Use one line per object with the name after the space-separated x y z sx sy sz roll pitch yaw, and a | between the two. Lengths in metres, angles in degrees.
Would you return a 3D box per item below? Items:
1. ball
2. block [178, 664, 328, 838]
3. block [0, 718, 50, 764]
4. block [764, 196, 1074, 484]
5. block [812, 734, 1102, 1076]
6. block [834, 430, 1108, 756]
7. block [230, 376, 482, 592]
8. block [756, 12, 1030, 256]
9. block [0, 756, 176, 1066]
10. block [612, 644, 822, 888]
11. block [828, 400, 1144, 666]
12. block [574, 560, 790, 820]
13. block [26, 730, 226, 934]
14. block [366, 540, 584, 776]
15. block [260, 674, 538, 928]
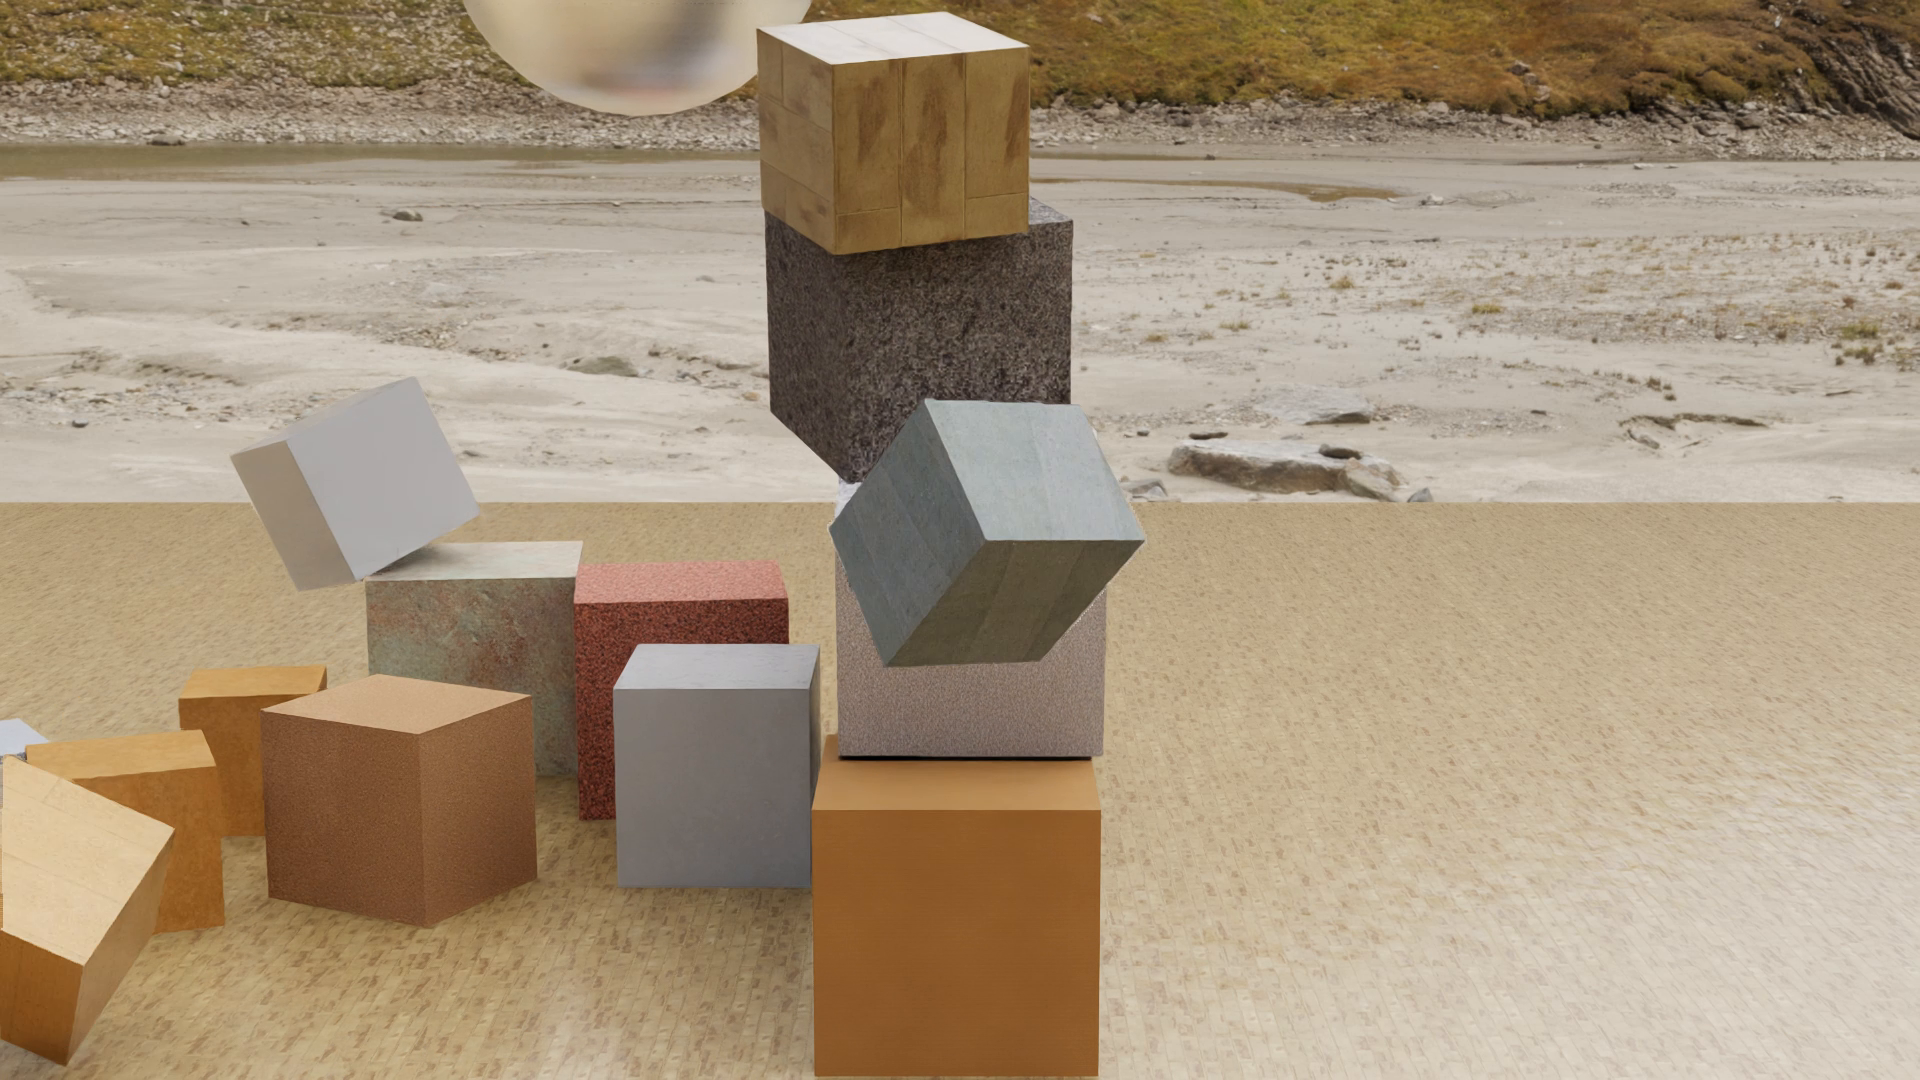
-1.351 -2.580 10.711 1.600 1.600 1.600 0 10 0 | ball
-3.339 0.998 12.197 0.619 0.672 0.588 -2 10 -9 | block
-4.334 1.199 11.166 0.665 0.646 0.615 -7 12 -34 | block
-0.170 -0.850 9.905 0.906 0.914 0.887 -9 24 -21 | block
-0.012 1.328 9.526 1.007 0.979 1.039 0 10 0 | block
0.041 0.185 9.826 0.985 0.944 0.974 0 22 0 | block
-3.124 -0.285 13.264 0.781 0.789 0.761 -32 14 -34 | block
-0.249 -1.504 9.400 0.764 0.678 0.729 -10 24 -23 | block
-3.293 1.323 9.154 0.647 0.655 0.657 24 42 -2 | block
-1.073 1.001 11.567 0.846 0.892 0.882 0 10 0 | block
0.077 -0.019 8.409 0.636 0.687 0.559 0 53 -36 | block
-1.373 0.718 12.666 1.008 1.056 0.983 -1 10 -7 | block
-3.522 1.241 10.812 0.724 0.689 0.645 -4 11 -21 | block
-2.492 0.607 13.373 1.038 1.022 1.015 -1 10 -6 | block
-2.427 1.110 11.135 0.863 0.832 0.760 5 12 27 | block
